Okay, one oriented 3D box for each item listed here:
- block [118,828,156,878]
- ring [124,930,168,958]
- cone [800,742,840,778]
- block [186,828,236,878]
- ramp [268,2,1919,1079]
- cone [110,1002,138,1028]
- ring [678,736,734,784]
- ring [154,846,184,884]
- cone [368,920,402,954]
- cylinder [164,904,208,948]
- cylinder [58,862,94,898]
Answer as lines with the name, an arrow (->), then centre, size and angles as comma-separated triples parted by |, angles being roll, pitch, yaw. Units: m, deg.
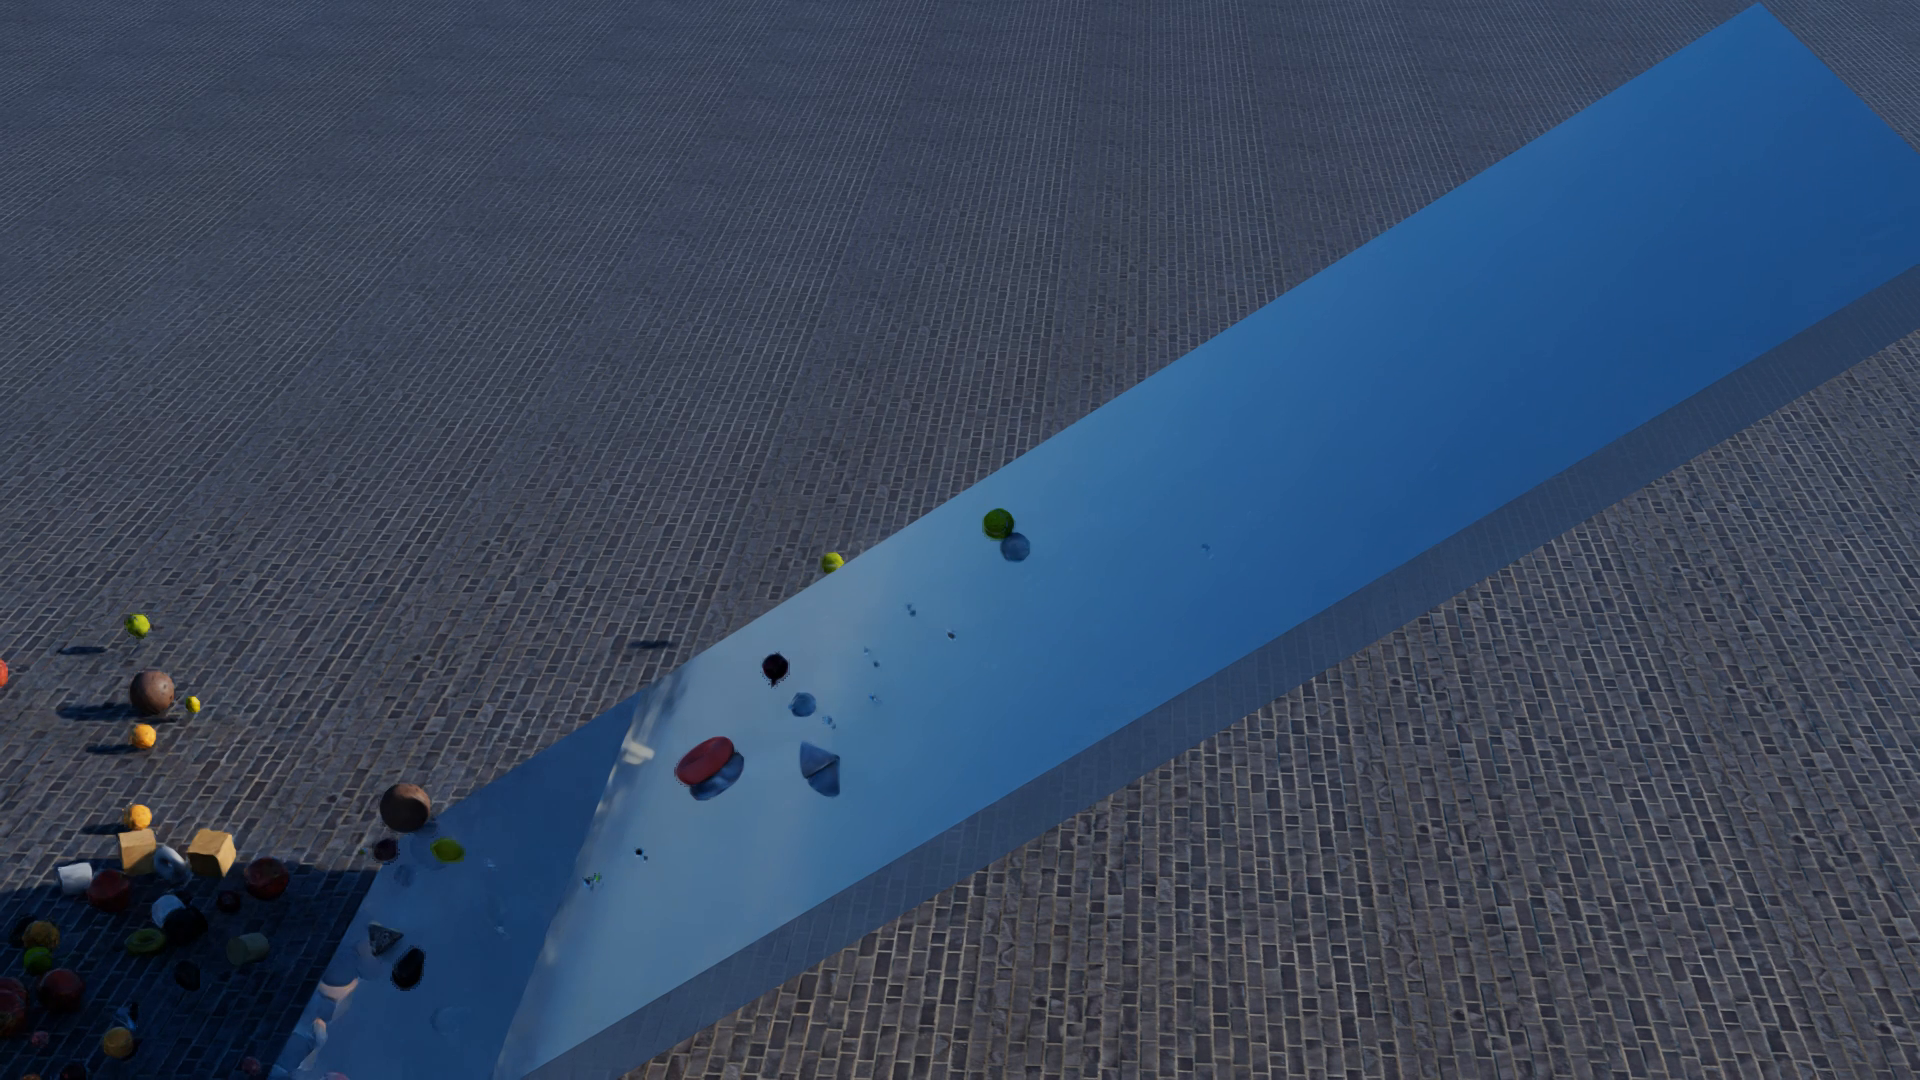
block -> -2.161, 0.822, 7.739 | 0.087, 0.087, 0.087 | -8, 22, -19
ring -> -2.029, 1.005, 7.332 | 0.106, 0.035, 0.106 | 0, 22, 0
cone -> -0.285, 0.453, 6.099 | 0.078, 0.078, 0.078 | -4, 20, 10
block -> -1.952, 0.818, 7.675 | 0.085, 0.085, 0.085 | 7, 41, 12
ramp -> 0.138, 0.172, 6.300 | 4.000, 0.100, 2.000 | -31, 16, 14
cone -> -1.983, 1.121, 6.948 | 0.060, 0.060, 0.060 | 4, 21, 6
ring -> -0.570, 0.492, 6.570 | 0.143, 0.048, 0.143 | -31, 16, 10
ring -> -2.055, 0.845, 7.645 | 0.100, 0.100, 0.033 | 14, 19, 32
cone -> -1.342, 0.935, 6.911 | 0.079, 0.079, 0.079 | 7, 17, -21
cylinder -> -1.932, 0.963, 7.345 | 0.077, 0.077, 0.077 | 20, 47, 42
cylinder -> -2.286, 0.878, 7.604 | 0.079, 0.079, 0.079 | -10, 23, -23
